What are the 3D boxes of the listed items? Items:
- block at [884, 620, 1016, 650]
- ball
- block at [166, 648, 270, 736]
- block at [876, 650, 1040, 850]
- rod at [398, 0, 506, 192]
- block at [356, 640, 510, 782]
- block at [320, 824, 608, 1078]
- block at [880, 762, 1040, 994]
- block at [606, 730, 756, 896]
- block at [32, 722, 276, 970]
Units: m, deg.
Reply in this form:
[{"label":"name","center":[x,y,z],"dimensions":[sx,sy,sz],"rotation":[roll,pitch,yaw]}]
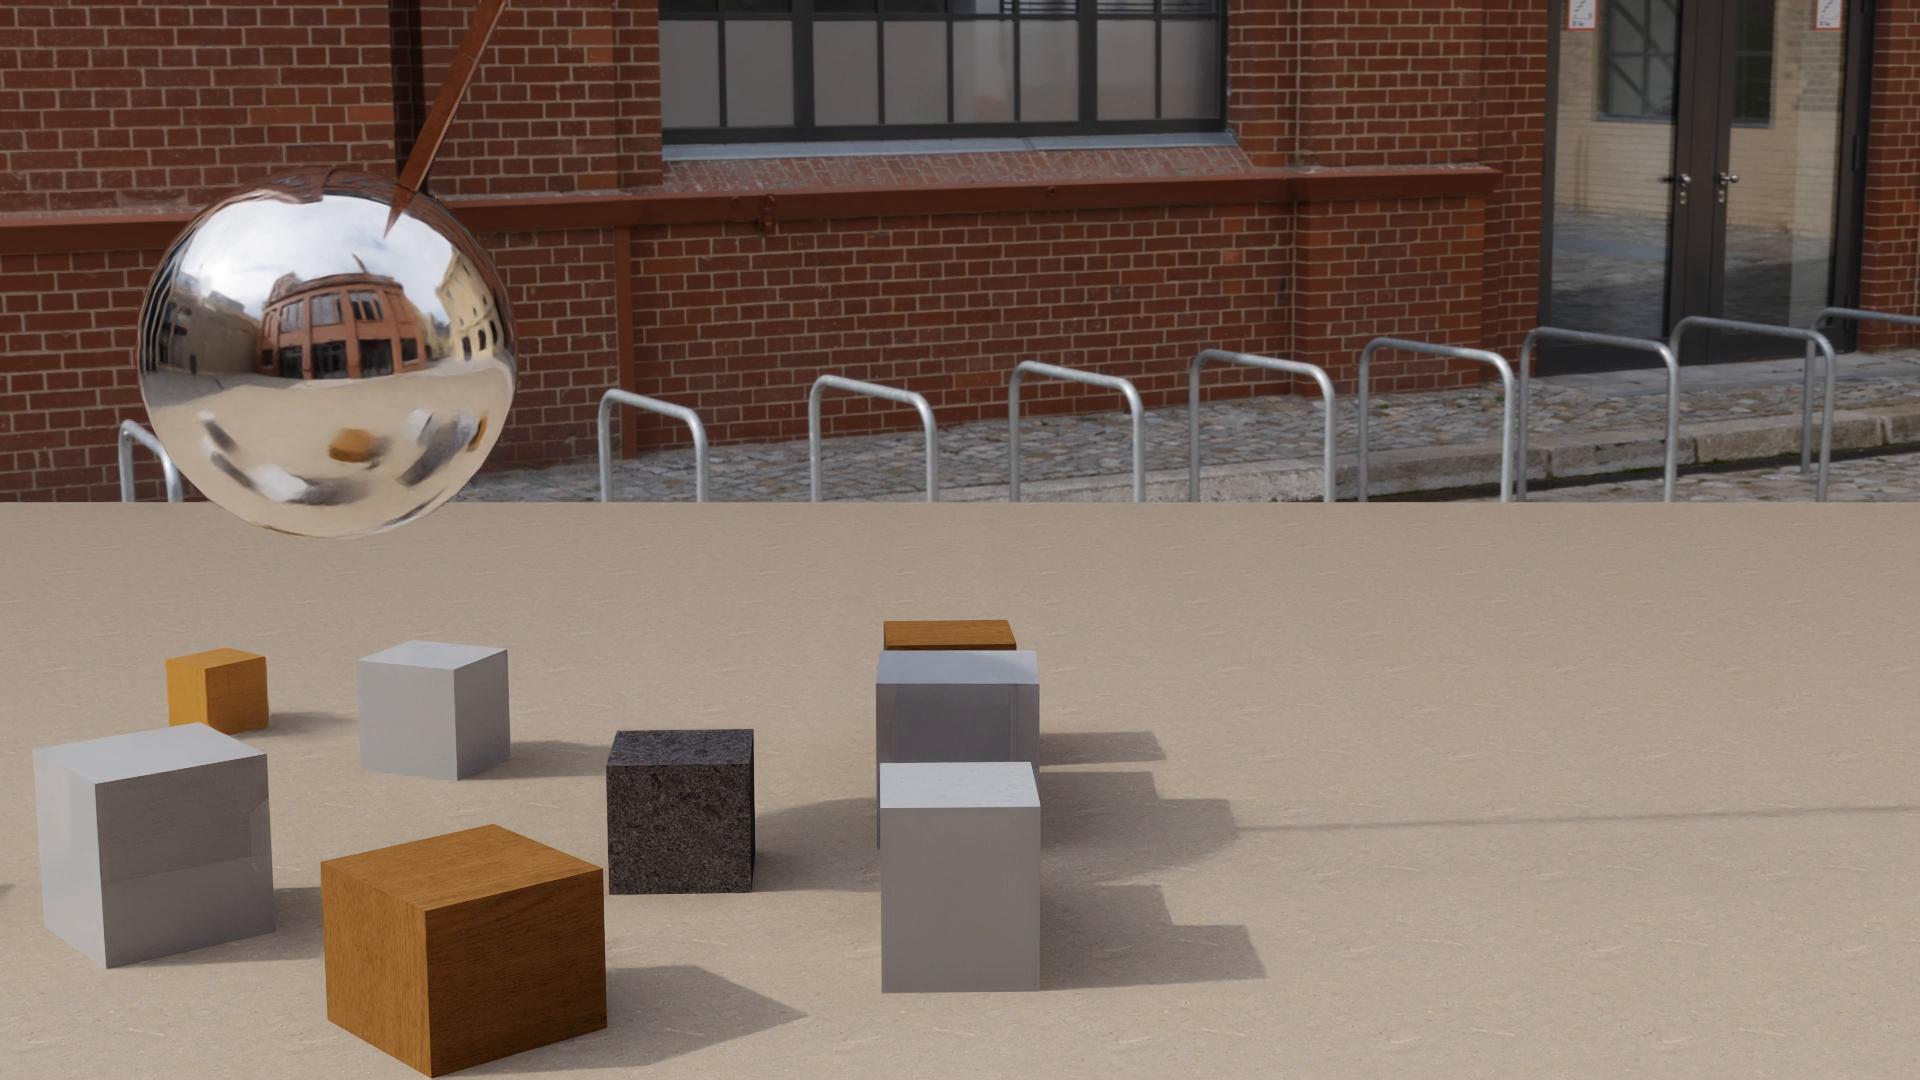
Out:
[{"label":"block","center":[-0.058,0.797,13.372],"dimensions":[0.658,0.647,0.591],"rotation":[-1,10,-3]},{"label":"ball","center":[-2.710,-0.798,11.035],"dimensions":[1.600,1.600,1.600],"rotation":[0,10,0]},{"label":"block","center":[-4.028,0.829,13.923],"dimensions":[0.354,0.388,0.388],"rotation":[8,13,38]},{"label":"block","center":[-0.010,0.974,12.020],"dimensions":[0.741,0.783,0.677],"rotation":[0,10,0]},{"label":"rod","center":[-1.174,-3.783,10.493],"dimensions":[0.080,5.200,0.080],"rotation":[26,9,-5]},{"label":"block","center":[-2.699,0.869,13.180],"dimensions":[0.576,0.575,0.505],"rotation":[4,11,21]},{"label":"block","center":[-1.846,1.507,9.547],"dimensions":[0.742,0.619,0.763],"rotation":[-9,14,-41]},{"label":"block","center":[-0.008,1.328,10.185],"dimensions":[0.613,0.742,0.647],"rotation":[0,10,-2]},{"label":"block","center":[-1.227,1.197,11.366],"dimensions":[0.614,0.579,0.597],"rotation":[-1,10,-3]},{"label":"block","center":[-3.328,1.243,10.599],"dimensions":[0.716,0.762,0.677],"rotation":[-8,13,-39]}]
